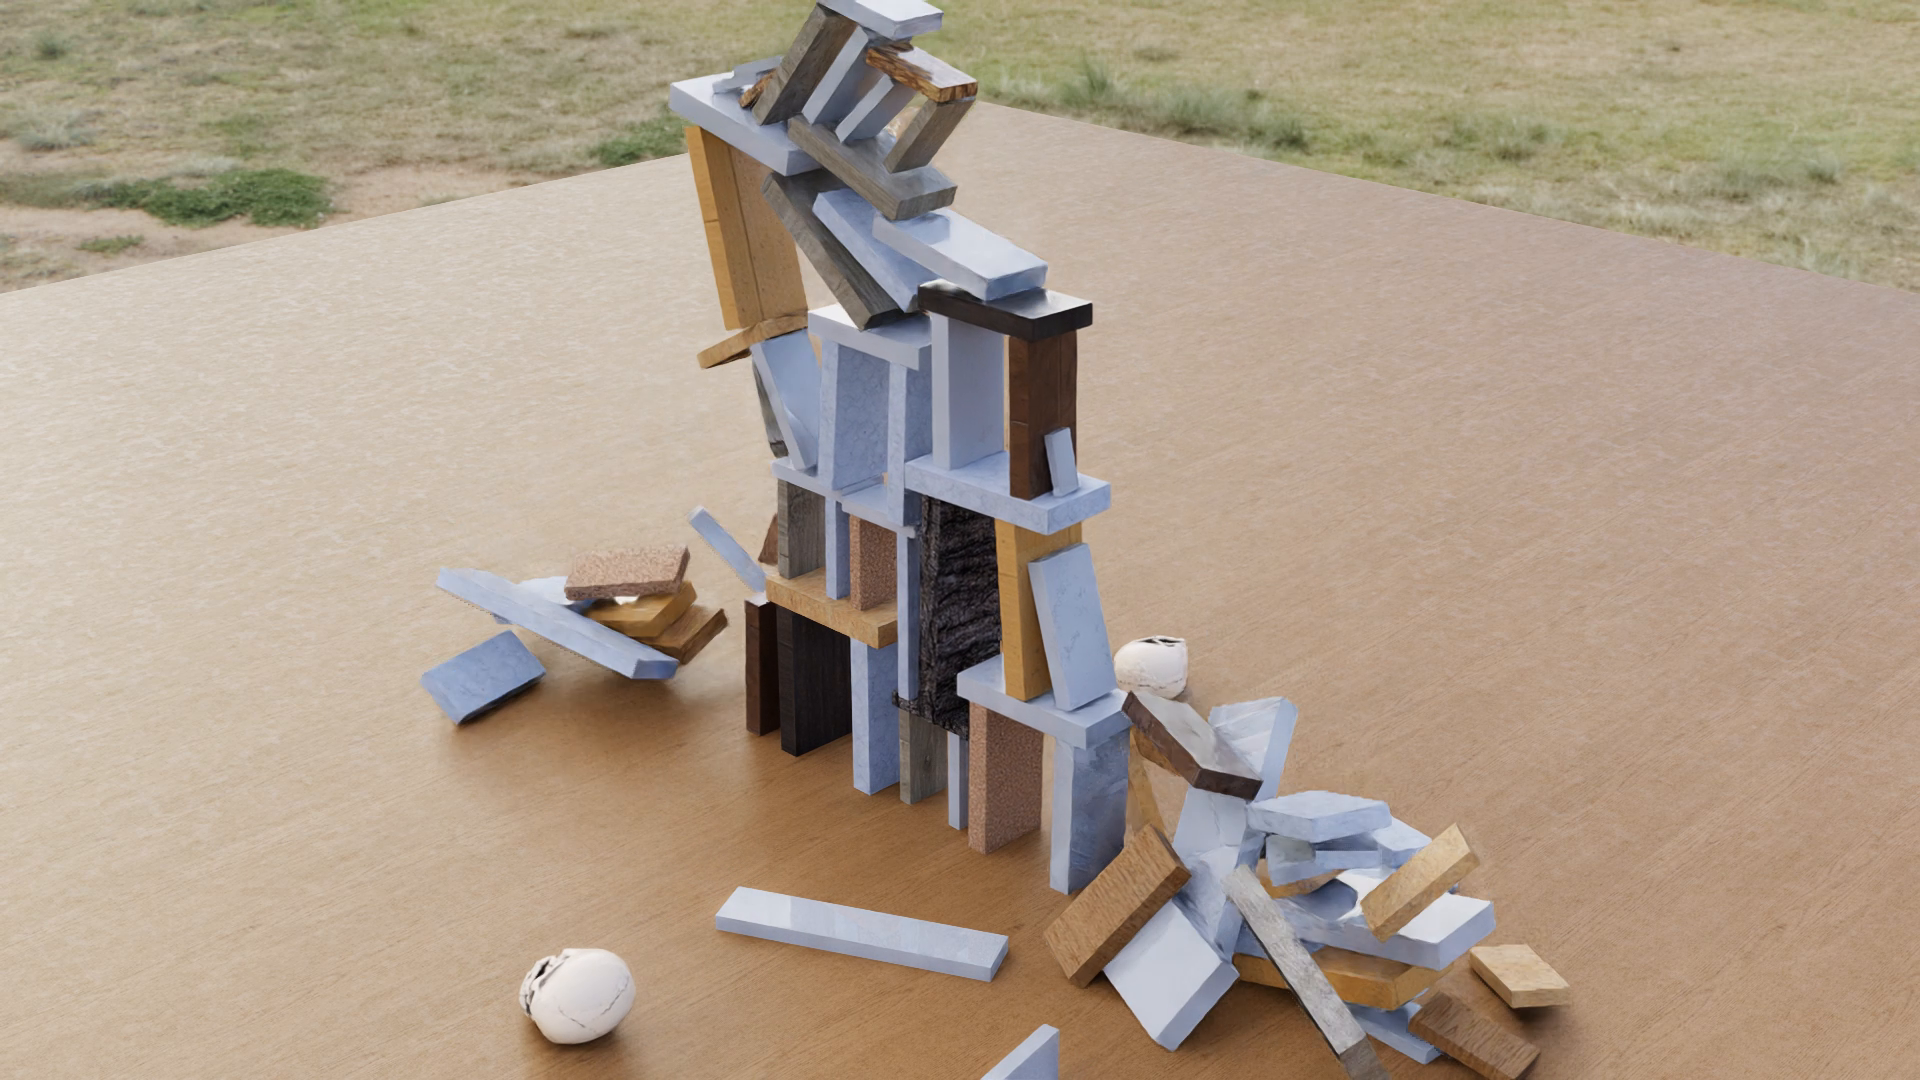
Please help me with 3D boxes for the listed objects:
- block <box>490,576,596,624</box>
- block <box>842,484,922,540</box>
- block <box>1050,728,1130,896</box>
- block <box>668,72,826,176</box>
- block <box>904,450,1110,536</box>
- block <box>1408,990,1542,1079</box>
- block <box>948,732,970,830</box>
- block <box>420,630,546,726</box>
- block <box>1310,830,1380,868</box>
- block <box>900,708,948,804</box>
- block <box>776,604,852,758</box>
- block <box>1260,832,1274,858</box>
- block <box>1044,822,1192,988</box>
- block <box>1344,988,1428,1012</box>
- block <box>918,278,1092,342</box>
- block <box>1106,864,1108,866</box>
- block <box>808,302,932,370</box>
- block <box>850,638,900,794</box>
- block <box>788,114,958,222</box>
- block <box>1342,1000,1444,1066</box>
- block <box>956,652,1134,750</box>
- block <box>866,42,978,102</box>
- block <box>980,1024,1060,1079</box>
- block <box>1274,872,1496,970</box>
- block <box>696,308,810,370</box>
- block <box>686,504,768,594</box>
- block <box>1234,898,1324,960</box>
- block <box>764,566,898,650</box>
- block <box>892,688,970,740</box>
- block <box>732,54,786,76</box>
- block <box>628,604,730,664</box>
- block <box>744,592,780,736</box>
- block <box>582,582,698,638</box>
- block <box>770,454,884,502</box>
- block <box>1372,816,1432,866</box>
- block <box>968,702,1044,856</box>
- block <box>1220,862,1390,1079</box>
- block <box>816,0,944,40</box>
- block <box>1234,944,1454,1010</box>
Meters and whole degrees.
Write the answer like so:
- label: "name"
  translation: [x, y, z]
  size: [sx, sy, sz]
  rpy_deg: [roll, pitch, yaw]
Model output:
- label: "block"
  translation: [-0.956, 0.136, 5.126]
  size: [0.264, 0.037, 0.132]
  rpy_deg: [-6, 30, 35]
- label: "block"
  translation: [-0.124, -0.057, 4.325]
  size: [0.206, 0.029, 0.103]
  rpy_deg: [21, 31, 40]
- label: "block"
  translation: [0.247, 0.497, 4.173]
  size: [0.046, 0.324, 0.162]
  rpy_deg: [22, 32, 39]
- label: "block"
  translation: [-0.386, -0.817, 4.293]
  size: [0.178, 0.050, 0.356]
  rpy_deg: [-22, 44, -40]
- label: "block"
  translation: [0.086, -0.101, 4.078]
  size: [0.353, 0.050, 0.176]
  rpy_deg: [19, 30, 39]
- label: "block"
  translation: [0.863, 0.840, 3.693]
  size: [0.196, 0.028, 0.098]
  rpy_deg: [28, 36, 30]
- label: "block"
  translation: [0.026, 0.464, 4.396]
  size: [0.106, 0.212, 0.030]
  rpy_deg: [-21, 31, -40]
- label: "block"
  translation: [-1.061, 0.304, 4.906]
  size: [0.132, 0.037, 0.264]
  rpy_deg: [46, 38, 10]
- label: "block"
  translation: [0.655, 0.517, 3.767]
  size: [0.105, 0.030, 0.211]
  rpy_deg: [-1, 8, 5]
- label: "block"
  translation: [-0.074, 0.425, 4.488]
  size: [0.106, 0.212, 0.030]
  rpy_deg: [-21, 31, -40]
- label: "block"
  translation: [-0.304, 0.273, 4.677]
  size: [0.049, 0.344, 0.172]
  rpy_deg: [21, 31, 41]
- label: "block"
  translation: [0.605, 0.581, 4.263]
  size: [0.113, 0.016, 0.057]
  rpy_deg: [-19, 61, 21]
- label: "block"
  translation: [0.279, 0.651, 3.920]
  size: [0.040, 0.281, 0.140]
  rpy_deg: [38, 9, -30]
- label: "block"
  translation: [0.703, 0.771, 3.818]
  size: [0.098, 0.028, 0.196]
  rpy_deg: [-19, 12, -36]
- label: "block"
  translation: [0.079, -0.422, 3.951]
  size: [0.149, 0.042, 0.299]
  rpy_deg: [-20, 29, -39]
- label: "block"
  translation: [0.419, 0.618, 4.162]
  size: [0.259, 0.037, 0.130]
  rpy_deg: [-12, 7, -7]
- label: "block"
  translation: [-0.130, -0.397, 4.198]
  size: [0.155, 0.044, 0.310]
  rpy_deg: [-21, 31, -40]
- label: "block"
  translation: [-0.142, 0.336, 4.528]
  size: [0.049, 0.344, 0.172]
  rpy_deg: [21, 31, 41]
- label: "block"
  translation: [-0.165, -0.710, 4.115]
  size: [0.153, 0.043, 0.305]
  rpy_deg: [-23, 54, -41]
- label: "block"
  translation: [0.750, 0.827, 3.777]
  size: [0.098, 0.028, 0.196]
  rpy_deg: [-19, 30, -38]
- label: "block"
  translation: [0.167, 0.297, 4.170]
  size: [0.324, 0.046, 0.162]
  rpy_deg: [20, 30, 39]
- label: "block"
  translation: [-0.068, -0.837, 3.930]
  size: [0.095, 0.027, 0.191]
  rpy_deg: [-21, 44, -41]
- label: "block"
  translation: [0.089, 0.881, 3.549]
  size: [0.030, 0.106, 0.212]
  rpy_deg: [16, 28, 32]
- label: "block"
  translation: [0.717, 0.646, 3.763]
  size: [0.345, 0.049, 0.172]
  rpy_deg: [5, 20, 45]
- label: "block"
  translation: [-0.422, -0.412, 4.521]
  size: [0.124, 0.035, 0.248]
  rpy_deg: [-22, 3, -41]
- label: "block"
  translation: [-0.487, 0.049, 4.916]
  size: [0.043, 0.307, 0.153]
  rpy_deg: [-44, 10, -4]
- label: "block"
  translation: [0.518, 0.682, 3.980]
  size: [0.172, 0.049, 0.345]
  rpy_deg: [-22, 16, -41]
- label: "block"
  translation: [-0.223, 0.124, 4.526]
  size: [0.344, 0.049, 0.172]
  rpy_deg: [21, 31, 41]
- label: "block"
  translation: [-0.024, 0.333, 4.395]
  size: [0.212, 0.030, 0.106]
  rpy_deg: [21, 31, 40]
- label: "block"
  translation: [-0.365, -0.916, 4.229]
  size: [0.141, 0.020, 0.071]
  rpy_deg: [0, 17, 46]
- label: "block"
  translation: [-0.697, 0.204, 5.017]
  size: [0.316, 0.045, 0.158]
  rpy_deg: [5, 36, 37]
- label: "block"
  translation: [-0.389, 0.254, 4.757]
  size: [0.045, 0.316, 0.158]
  rpy_deg: [23, 32, 38]
- label: "block"
  translation: [-0.772, 0.156, 5.045]
  size: [0.316, 0.045, 0.158]
  rpy_deg: [0, 33, 35]
- label: "block"
  translation: [-0.271, -0.132, 4.465]
  size: [0.219, 0.031, 0.109]
  rpy_deg: [21, 31, 40]
- label: "block"
  translation: [0.822, 0.576, 4.309]
  size: [0.116, 0.033, 0.232]
  rpy_deg: [-2, 15, -27]
- label: "block"
  translation: [0.091, 0.439, 4.310]
  size: [0.046, 0.324, 0.162]
  rpy_deg: [22, 31, 40]
- label: "block"
  translation: [0.539, 0.686, 3.446]
  size: [0.050, 0.177, 0.354]
  rpy_deg: [-33, 50, -1]
- label: "block"
  translation: [-0.161, -0.974, 3.981]
  size: [0.245, 0.035, 0.122]
  rpy_deg: [33, 39, 31]
- label: "block"
  translation: [0.665, 0.735, 3.836]
  size: [0.172, 0.049, 0.345]
  rpy_deg: [-21, 14, -39]
